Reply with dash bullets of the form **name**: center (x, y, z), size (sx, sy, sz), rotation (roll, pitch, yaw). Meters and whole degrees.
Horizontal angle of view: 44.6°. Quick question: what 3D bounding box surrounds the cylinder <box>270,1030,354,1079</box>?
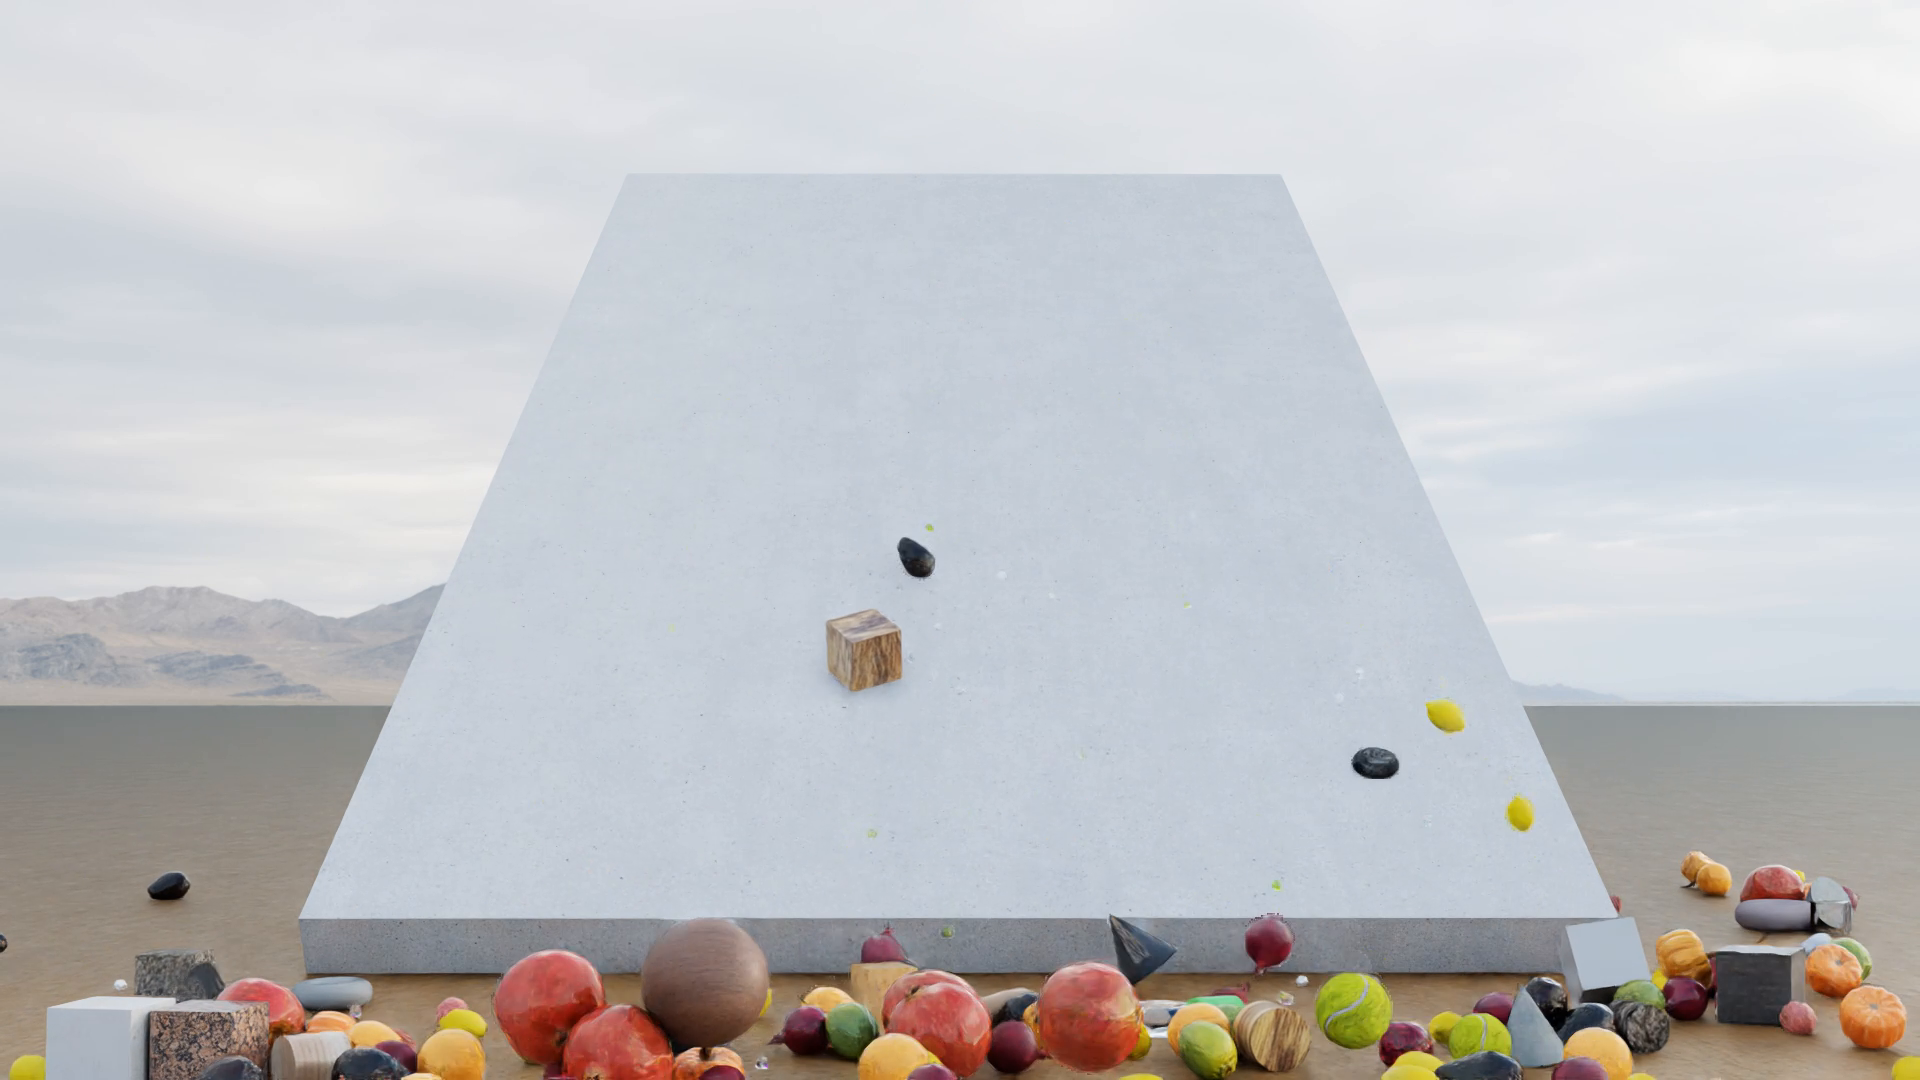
- **cylinder**: center (-0.688, 0.556, 2.484), size (0.065, 0.065, 0.065), rotation (3, -5, -40)

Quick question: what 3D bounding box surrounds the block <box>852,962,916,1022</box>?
- **block**: center (-0.100, 0.595, 3.091), size (0.068, 0.068, 0.068), rotation (1, -4, -21)

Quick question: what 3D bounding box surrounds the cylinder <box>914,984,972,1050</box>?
- **cylinder**: center (-0.021, 0.577, 2.837), size (0.070, 0.070, 0.070), rotation (0, -4, 0)

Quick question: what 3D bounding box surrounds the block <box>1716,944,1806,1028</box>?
- **block**: center (1.043, 0.580, 3.049), size (0.093, 0.093, 0.093), rotation (-2, -4, 30)

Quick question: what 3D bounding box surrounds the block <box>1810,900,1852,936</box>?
- **block**: center (1.562, 0.677, 4.201), size (0.056, 0.056, 0.056), rotation (-3, -5, 35)

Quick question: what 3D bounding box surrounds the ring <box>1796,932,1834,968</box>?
- **ring**: center (1.276, 0.627, 3.537), size (0.094, 0.031, 0.094), rotation (-30, -21, -12)

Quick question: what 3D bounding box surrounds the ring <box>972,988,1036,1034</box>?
- **ring**: center (0.045, 0.589, 2.924), size (0.106, 0.035, 0.106), rotation (-17, -17, -5)

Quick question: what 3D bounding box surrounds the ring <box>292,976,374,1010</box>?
- **ring**: center (-0.856, 0.618, 3.192), size (0.109, 0.036, 0.109), rotation (-1, -3, 0)

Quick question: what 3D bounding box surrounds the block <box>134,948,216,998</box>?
- **block**: center (-1.058, 0.595, 3.157), size (0.079, 0.079, 0.079), rotation (0, -4, 3)

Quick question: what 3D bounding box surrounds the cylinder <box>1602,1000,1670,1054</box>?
- **cylinder**: center (0.806, 0.581, 2.796), size (0.057, 0.057, 0.057), rotation (1, -4, -15)

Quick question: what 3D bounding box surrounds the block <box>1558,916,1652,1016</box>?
- **block**: center (0.850, 0.563, 3.092), size (0.090, 0.090, 0.090), rotation (-9, -33, 2)

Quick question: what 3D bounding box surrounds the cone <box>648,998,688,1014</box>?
- **cone**: center (-0.360, 0.606, 2.927), size (0.054, 0.054, 0.054), rotation (-1, -31, 8)

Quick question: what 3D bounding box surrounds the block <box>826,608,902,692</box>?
- **block**: center (-0.174, 0.198, 4.230), size (0.100, 0.100, 0.100), rotation (-14, 29, -28)

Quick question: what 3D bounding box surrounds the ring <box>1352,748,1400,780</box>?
- **ring**: center (0.700, 0.376, 3.942), size (0.079, 0.026, 0.079), rotation (-1, 26, 0)

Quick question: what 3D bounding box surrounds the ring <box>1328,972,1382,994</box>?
- **ring**: center (0.566, 0.635, 3.356), size (0.075, 0.025, 0.075), rotation (1, -3, 0)

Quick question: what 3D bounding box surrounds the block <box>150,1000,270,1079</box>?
- **block**: center (-0.802, 0.544, 2.506), size (0.091, 0.091, 0.091), rotation (-1, -4, 8)

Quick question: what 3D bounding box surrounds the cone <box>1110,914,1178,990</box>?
- **cone**: center (0.242, 0.574, 3.353), size (0.098, 0.098, 0.098), rotation (-36, -4, -3)

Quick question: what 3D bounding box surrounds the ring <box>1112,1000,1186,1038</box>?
- **ring**: center (0.247, 0.601, 2.939), size (0.112, 0.037, 0.112), rotation (-1, -4, 0)

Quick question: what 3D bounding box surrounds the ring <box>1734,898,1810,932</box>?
- **ring**: center (1.493, 0.686, 4.276), size (0.150, 0.050, 0.150), rotation (0, -3, 0)

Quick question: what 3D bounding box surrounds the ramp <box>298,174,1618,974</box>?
- **ramp**: center (-0.009, -0.229, 5.380), size (2.000, 0.100, 4.000), rotation (0, 25, 0)

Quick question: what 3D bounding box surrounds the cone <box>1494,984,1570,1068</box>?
- **cone**: center (0.651, 0.553, 2.693), size (0.087, 0.087, 0.087), rotation (-8, -1, 0)

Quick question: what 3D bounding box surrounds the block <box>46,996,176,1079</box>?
- **block**: center (-0.905, 0.541, 2.497), size (0.095, 0.095, 0.095), rotation (-1, -4, 9)

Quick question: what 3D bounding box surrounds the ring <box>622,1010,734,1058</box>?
- **ring**: center (-0.335, 0.587, 2.781), size (0.131, 0.044, 0.131), rotation (-1, -3, 0)
